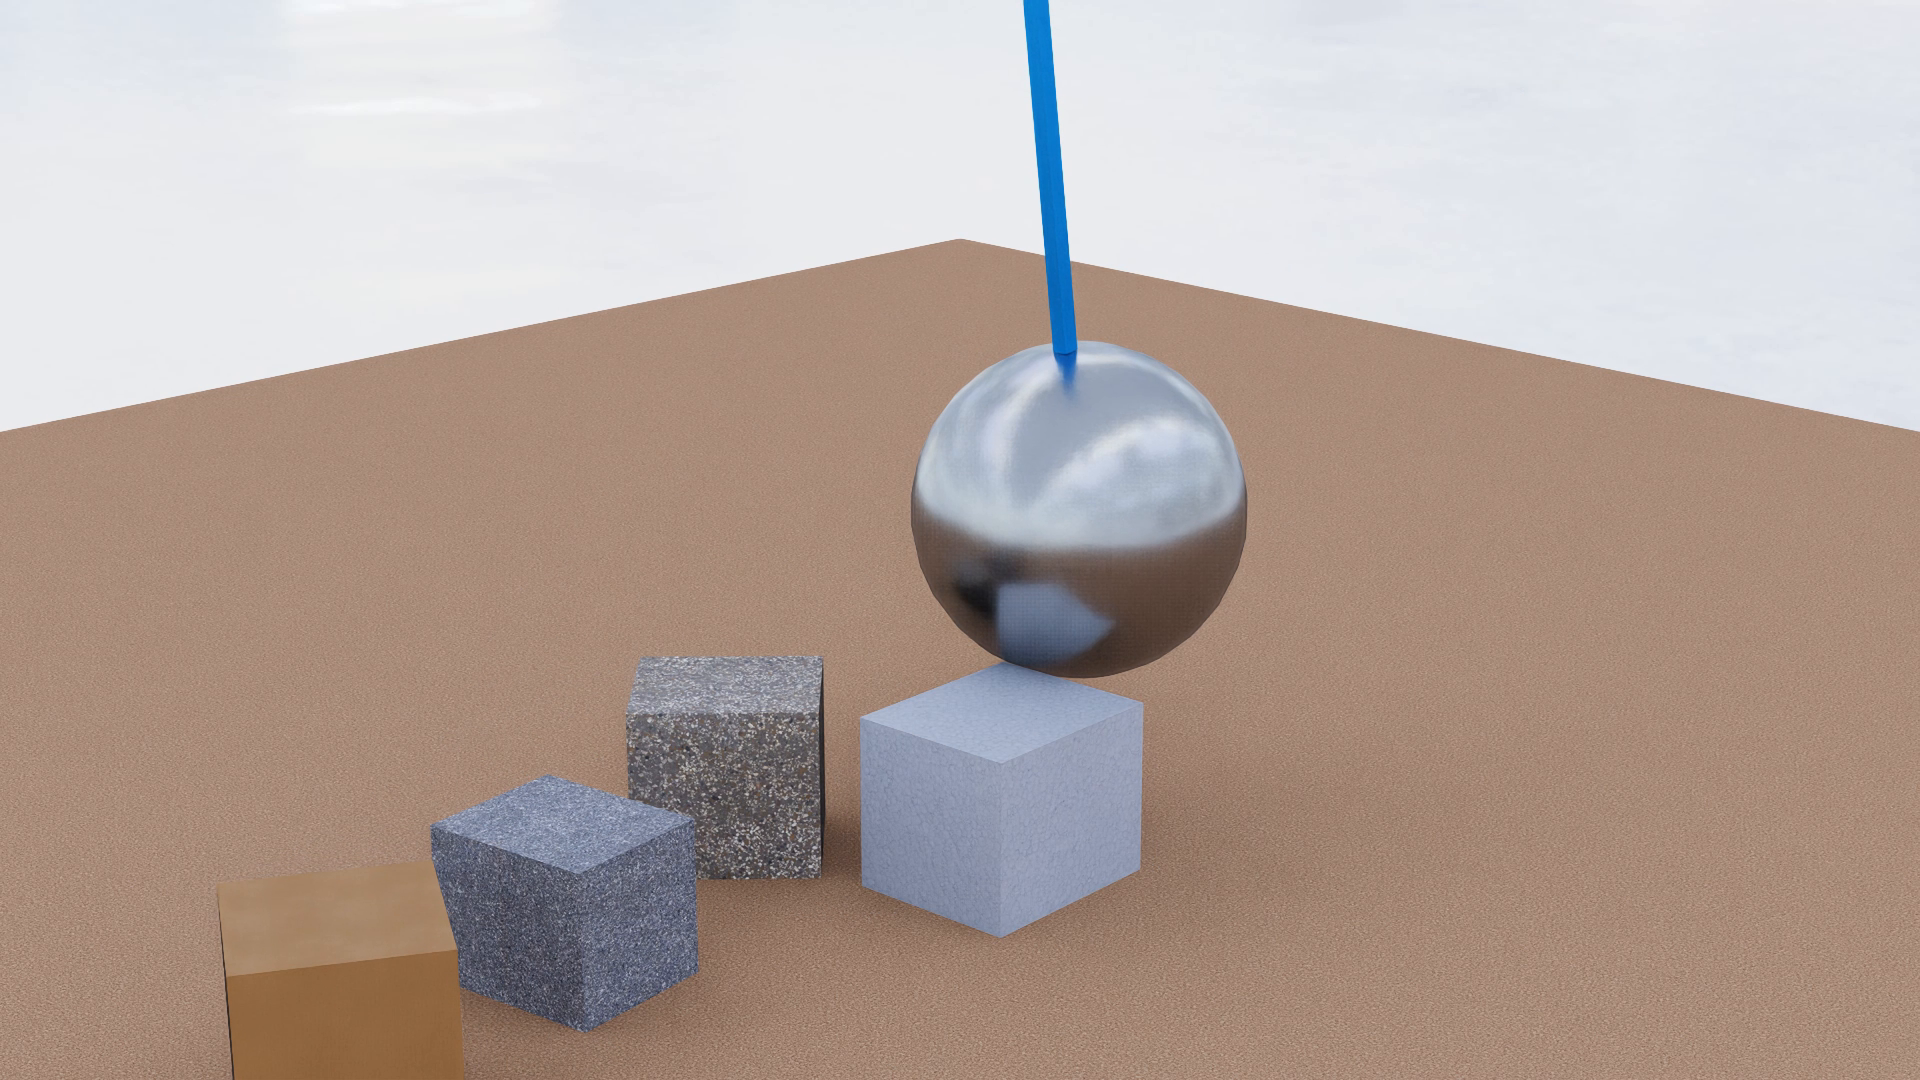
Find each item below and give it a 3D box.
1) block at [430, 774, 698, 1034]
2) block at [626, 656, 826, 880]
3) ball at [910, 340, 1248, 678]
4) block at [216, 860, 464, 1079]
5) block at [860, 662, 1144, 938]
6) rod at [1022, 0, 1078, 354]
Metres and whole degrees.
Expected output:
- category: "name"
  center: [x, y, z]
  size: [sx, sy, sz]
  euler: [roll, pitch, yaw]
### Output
- category: "block"
  center: [-1.660, 1.514, 12.350]
  size: [0.844, 0.706, 0.701]
  euler: [12, 21, 34]
- category: "block"
  center: [-1.074, 1.051, 13.647]
  size: [0.866, 0.811, 0.755]
  euler: [0, 17, -1]
- category: "ball"
  center: [0.563, -0.143, 13.887]
  size: [1.600, 1.600, 1.600]
  euler: [0, 17, 0]
- category: "block"
  center: [-2.338, 1.822, 11.081]
  size: [0.819, 0.879, 0.841]
  euler: [-5, 18, -15]
- category: "block"
  center: [0.192, 1.155, 13.303]
  size: [0.833, 0.820, 0.986]
  euler: [15, 23, 39]
- category: "rod"
  center: [0.244, -3.262, 12.572]
  size: [0.080, 5.200, 0.080]
  euler: [17, 32, 42]
